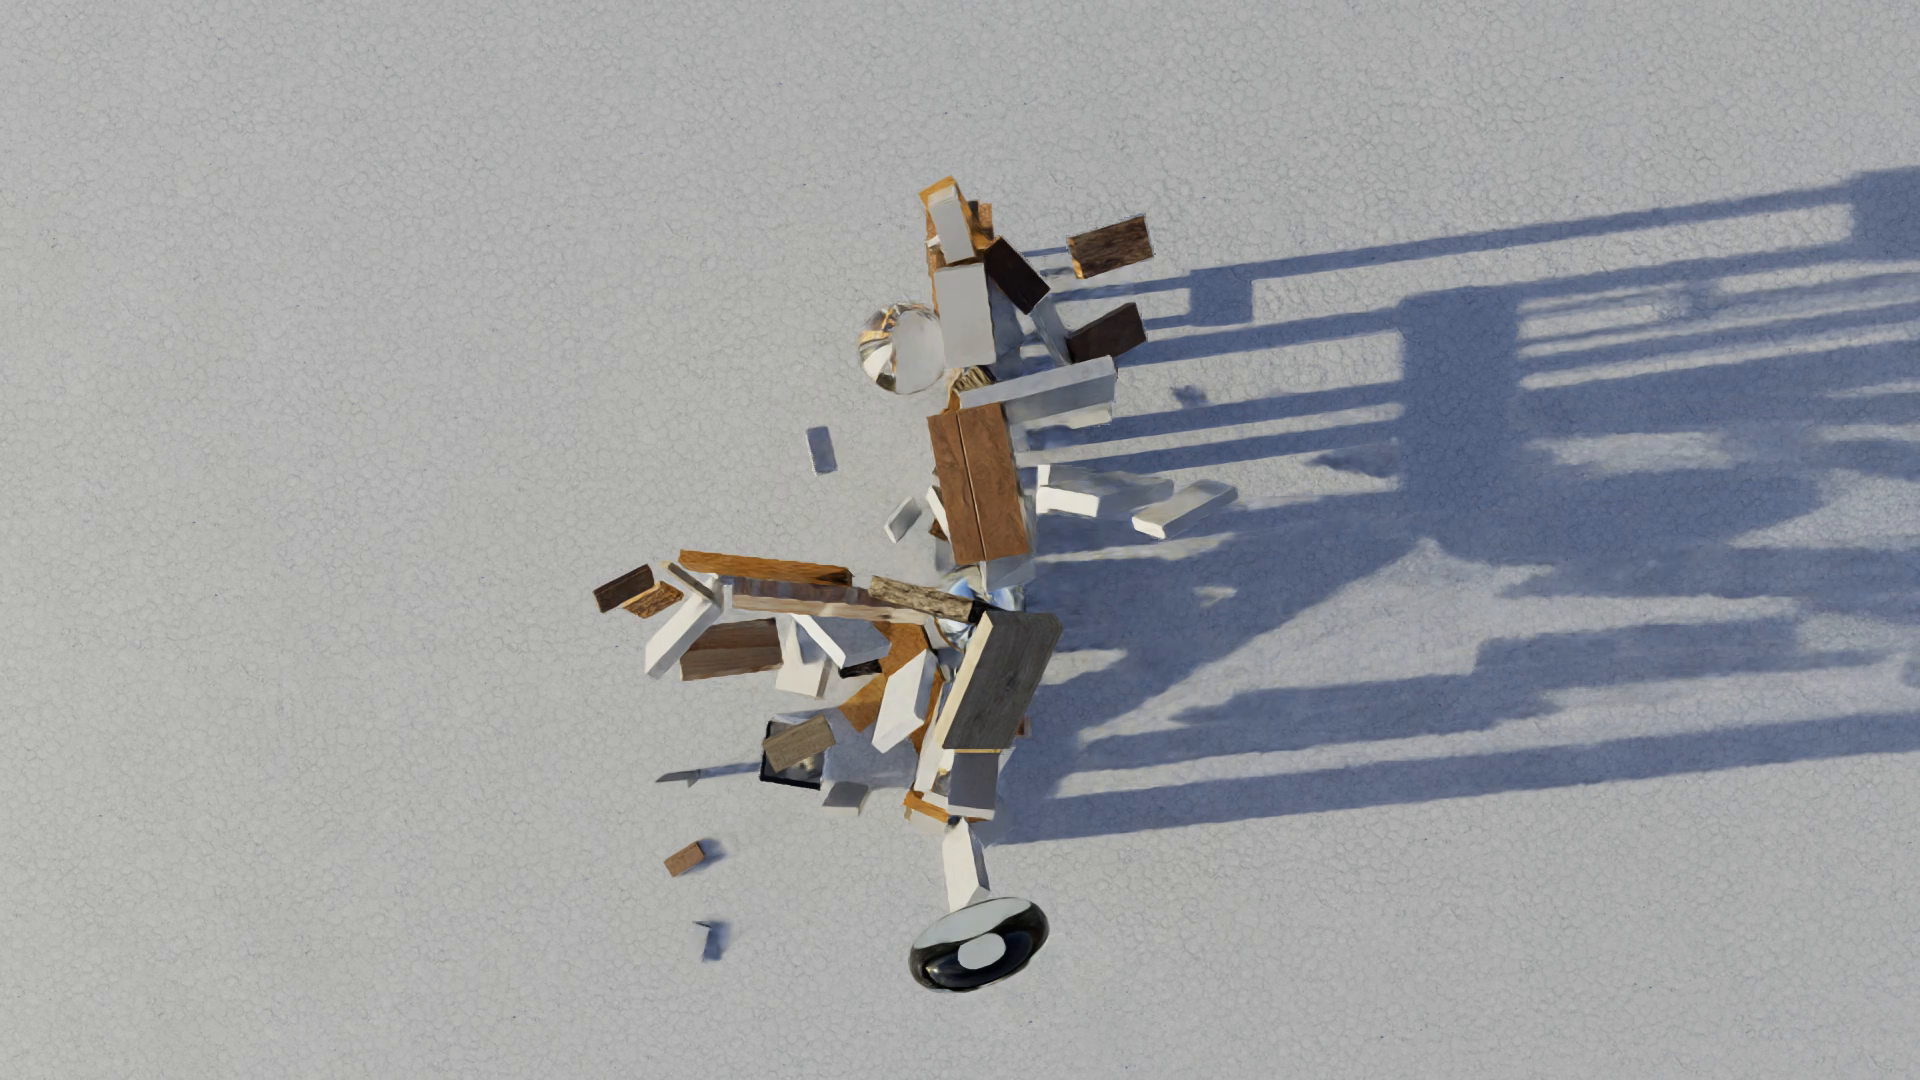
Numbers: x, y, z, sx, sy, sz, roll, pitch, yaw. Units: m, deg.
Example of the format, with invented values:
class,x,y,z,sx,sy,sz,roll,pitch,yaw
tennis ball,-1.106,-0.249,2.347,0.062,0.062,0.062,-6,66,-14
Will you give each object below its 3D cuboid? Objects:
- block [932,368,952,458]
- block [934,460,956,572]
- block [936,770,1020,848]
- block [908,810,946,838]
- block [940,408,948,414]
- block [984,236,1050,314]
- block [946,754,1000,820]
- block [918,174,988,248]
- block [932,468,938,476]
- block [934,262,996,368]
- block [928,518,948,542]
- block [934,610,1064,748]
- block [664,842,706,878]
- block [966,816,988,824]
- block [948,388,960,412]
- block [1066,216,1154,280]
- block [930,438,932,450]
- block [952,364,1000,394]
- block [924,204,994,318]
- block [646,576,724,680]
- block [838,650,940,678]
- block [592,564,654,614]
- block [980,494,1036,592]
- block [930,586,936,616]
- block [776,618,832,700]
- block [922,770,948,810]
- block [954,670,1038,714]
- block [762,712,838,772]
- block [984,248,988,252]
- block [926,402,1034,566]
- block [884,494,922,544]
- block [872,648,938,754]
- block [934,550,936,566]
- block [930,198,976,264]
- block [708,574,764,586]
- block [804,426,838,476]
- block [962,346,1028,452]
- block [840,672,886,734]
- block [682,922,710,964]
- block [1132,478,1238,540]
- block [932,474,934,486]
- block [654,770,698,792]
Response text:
class,x,y,z,sx,sy,sz,roll,pitch,yaw
block,0.002,-0.436,5.112,0.180,0.051,0.359,-1,89,0
block,0.012,-0.079,5.120,0.177,0.050,0.354,-1,90,-1
block,0.052,0.755,4.758,0.123,0.035,0.247,-35,107,-4
block,-0.074,0.846,5.437,0.118,0.034,0.237,21,94,3
block,0.020,-0.347,4.907,0.169,0.338,0.048,-4,86,-6
block,0.136,-0.678,4.237,0.186,0.026,0.093,44,85,-16
block,0.036,0.600,4.175,0.116,0.231,0.033,7,130,0
block,-0.017,-0.812,4.150,0.095,0.027,0.191,-27,107,10
block,0.012,-0.191,4.918,0.169,0.344,0.048,29,86,-3
block,0.013,-0.538,3.964,0.121,0.034,0.242,-7,115,4
block,-0.034,-0.072,5.075,0.073,0.021,0.146,24,85,-4
block,0.080,0.305,3.561,0.173,0.049,0.346,3,125,-28
block,-0.917,1.062,5.491,0.126,0.018,0.063,-32,90,0
block,0.041,0.728,4.598,0.058,0.016,0.115,-9,81,-9
block,0.045,-0.261,4.717,0.169,0.048,0.338,2,92,-6
block,0.384,-0.746,4.206,0.217,0.031,0.108,-21,103,-23
block,-0.001,-0.303,5.320,0.180,0.359,0.051,0,89,0
block,0.038,-0.388,4.123,0.072,0.143,0.020,48,58,-4
block,0.010,-0.707,4.380,0.176,0.050,0.351,-5,90,0
block,-0.840,0.269,5.032,0.045,0.159,0.319,37,109,-26
block,-0.236,0.403,5.384,0.318,0.159,0.045,-8,89,-8
block,-0.950,0.138,4.663,0.171,0.086,0.024,-28,60,-20
block,0.132,0.012,4.493,0.147,0.293,0.042,-16,48,-13
block,-0.080,0.195,5.321,0.159,0.318,0.045,-4,97,24
block,-0.476,0.339,5.284,0.159,0.045,0.318,8,77,29
block,-0.018,0.754,5.183,0.145,0.291,0.041,21,113,2
block,0.088,0.375,4.115,0.164,0.328,0.046,-2,97,-7
block,-0.516,0.650,5.289,0.217,0.031,0.108,-25,90,0
block,0.049,-0.700,4.261,0.054,0.015,0.109,-6,130,-34
block,0.046,-0.128,3.766,0.173,0.049,0.347,-11,92,15
block,-0.178,-0.066,5.143,0.146,0.021,0.073,-51,130,-33
block,-0.160,0.471,4.860,0.168,0.337,0.048,-38,109,24
block,0.003,0.056,5.322,0.177,0.354,0.050,-2,90,-1
block,-0.018,-0.749,3.994,0.072,0.020,0.144,-15,111,6
block,-0.635,0.107,5.245,0.319,0.159,0.045,4,104,-23
block,-0.438,-0.284,5.215,0.073,0.021,0.146,-12,84,-13
block,0.089,-0.382,4.370,0.152,0.043,0.304,-5,89,-6
block,-0.285,0.531,5.484,0.217,0.031,0.108,-39,90,0
block,-0.878,1.341,5.491,0.063,0.018,0.126,15,90,0
block,0.579,-0.083,4.241,0.249,0.125,0.035,-27,115,-24
block,0.001,-0.179,5.323,0.177,0.354,0.050,0,89,0
block,-0.926,0.789,5.392,0.108,0.217,0.031,-6,90,0
